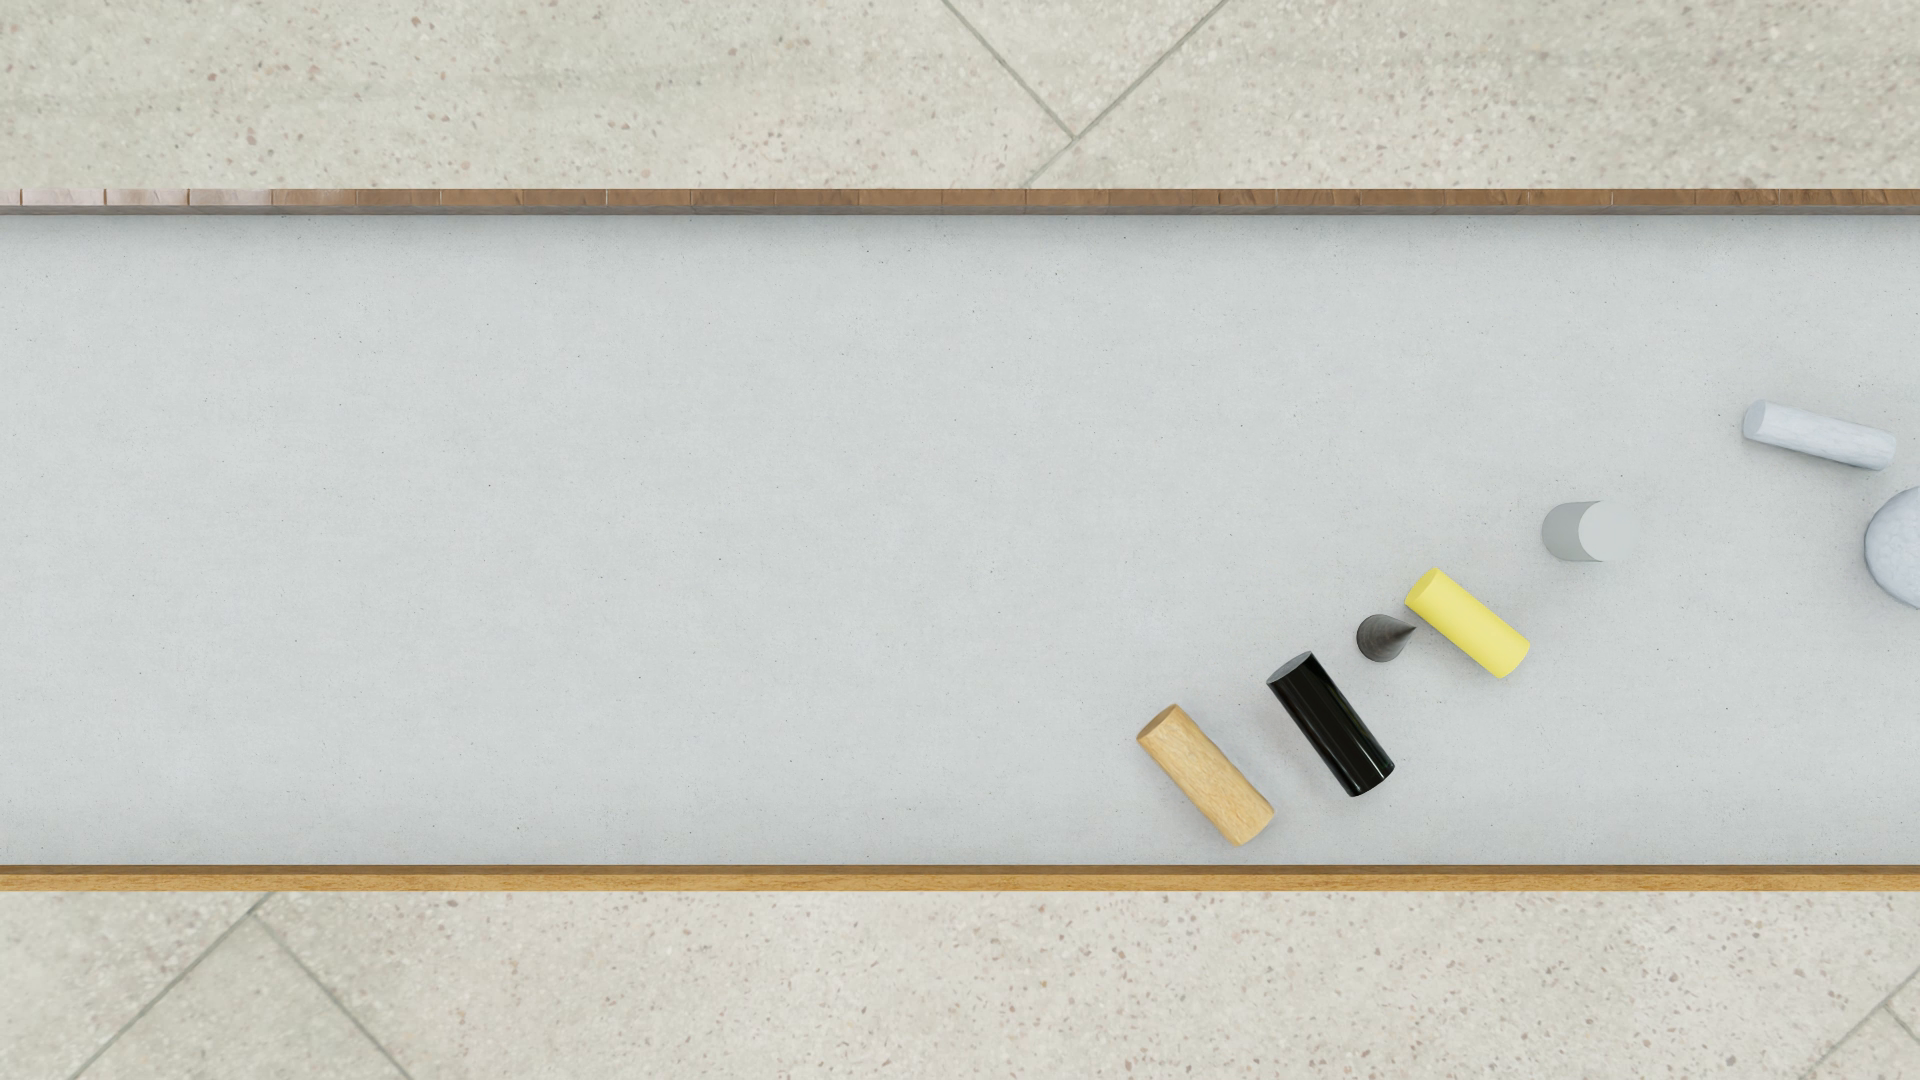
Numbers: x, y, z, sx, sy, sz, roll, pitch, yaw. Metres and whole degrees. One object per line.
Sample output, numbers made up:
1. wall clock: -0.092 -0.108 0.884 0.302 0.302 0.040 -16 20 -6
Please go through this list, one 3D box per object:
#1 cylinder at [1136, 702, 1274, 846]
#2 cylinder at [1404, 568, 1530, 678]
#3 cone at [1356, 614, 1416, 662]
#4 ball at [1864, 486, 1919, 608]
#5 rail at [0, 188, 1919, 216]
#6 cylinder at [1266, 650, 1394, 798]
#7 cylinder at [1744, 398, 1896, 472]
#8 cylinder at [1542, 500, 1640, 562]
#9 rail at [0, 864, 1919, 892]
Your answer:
1. cylinder: 0.743 0.709 4.994 0.164 0.164 0.437 -43 90 0
2. cylinder: 1.538 0.251 5.004 0.357 0.146 0.146 39 90 0
3. cone: 1.292 0.274 4.864 0.149 0.409 0.149 0 82 0
4. ball: 2.896 0.020 4.888 0.377 0.377 0.377 0 90 0
5. rail: -2.247 -1.025 5.002 12.000 0.150 0.050 0 90 0
6. cylinder: 1.120 0.556 4.992 0.168 0.168 0.425 -36 90 0
7. cylinder: 2.612 -0.319 5.015 0.407 0.124 0.124 14 90 0
8. cylinder: 1.880 -0.025 4.925 0.180 0.303 0.180 0 90 0
9. rail: -2.247 1.025 5.001 12.000 0.150 0.050 0 90 0
